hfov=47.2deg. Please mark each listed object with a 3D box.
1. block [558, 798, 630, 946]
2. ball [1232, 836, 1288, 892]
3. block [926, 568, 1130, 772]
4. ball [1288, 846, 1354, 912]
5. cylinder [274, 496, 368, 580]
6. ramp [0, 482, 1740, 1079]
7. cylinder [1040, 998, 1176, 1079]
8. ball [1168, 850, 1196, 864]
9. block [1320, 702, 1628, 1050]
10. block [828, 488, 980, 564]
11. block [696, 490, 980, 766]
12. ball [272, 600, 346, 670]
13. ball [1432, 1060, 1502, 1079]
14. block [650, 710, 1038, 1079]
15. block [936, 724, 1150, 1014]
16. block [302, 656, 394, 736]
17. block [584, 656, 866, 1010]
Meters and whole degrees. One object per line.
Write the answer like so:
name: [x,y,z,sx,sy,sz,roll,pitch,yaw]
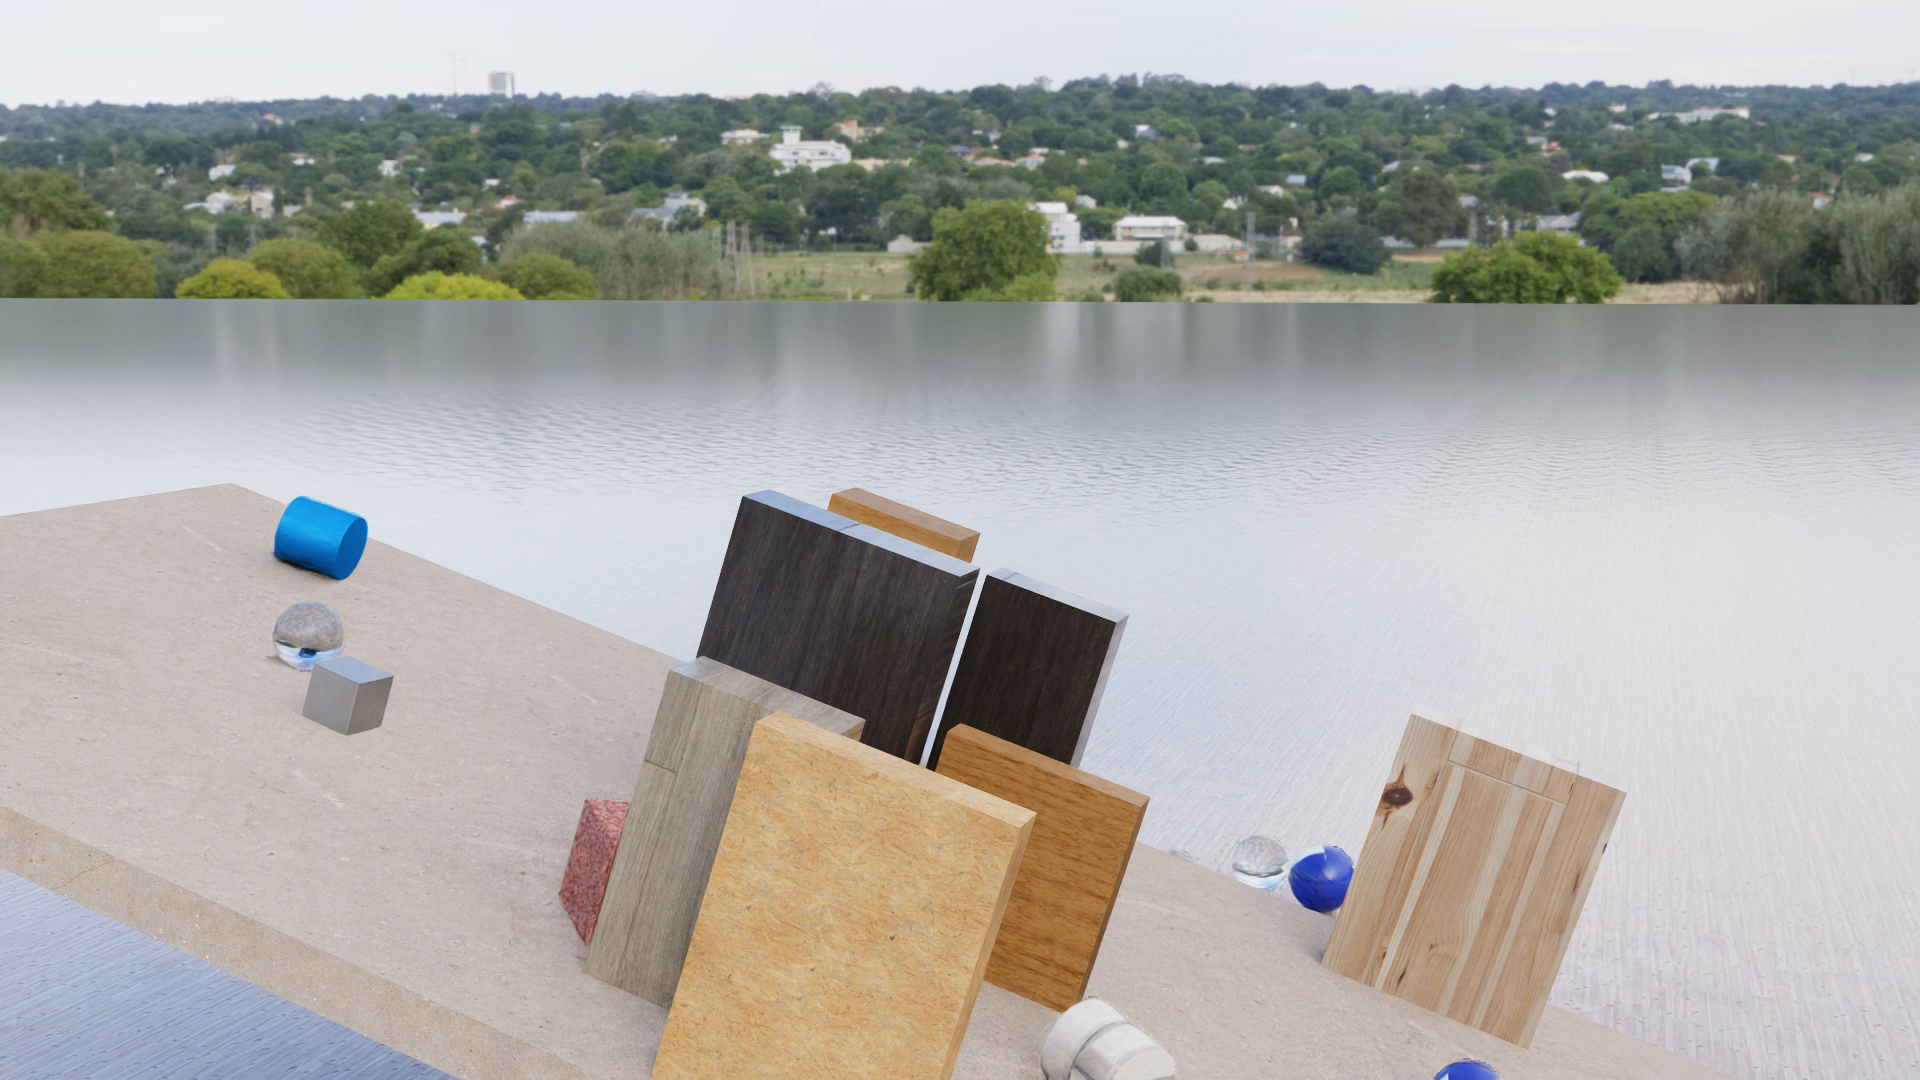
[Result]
block: [-0.551,0.573,3.750,0.186,0.186,0.186,11,13,-27]
ball: [0.901,0.972,6.602,0.170,0.170,0.170,0,7,0]
block: [0.103,0.400,4.399,0.275,0.627,0.114,20,12,14]
ball: [1.054,0.986,6.394,0.193,0.193,0.193,0,7,0]
cylinder: [-1.494,-0.004,5.145,0.155,0.155,0.155,19,9,7]
ramp: [-0.360,0.683,4.228,4.000,0.100,2.000,20,12,14]
cylinder: [0.242,0.864,3.614,0.158,0.158,0.158,-5,24,-37]
ball: [0.658,0.994,6.652,0.114,0.114,0.114,0,7,0]
block: [1.060,0.691,4.553,0.448,0.576,0.123,20,12,14]
block: [-0.204,0.243,4.660,0.292,0.638,0.147,20,12,14]
block: [-0.278,0.325,3.953,0.420,0.727,0.127,20,12,14]
ball: [-1.329,0.195,4.491,0.142,0.142,0.142,0,7,0]
ball: [0.911,1.008,3.943,0.144,0.144,0.144,0,7,0]
block: [-0.176,0.596,3.215,0.415,0.578,0.089,20,12,14]
block: [0.100,0.598,4.006,0.375,0.415,0.080,20,12,14]
block: [-1.190,0.302,4.277,0.109,0.109,0.109,21,12,19]
block: [-0.379,0.492,3.522,0.293,0.530,0.130,20,12,14]
